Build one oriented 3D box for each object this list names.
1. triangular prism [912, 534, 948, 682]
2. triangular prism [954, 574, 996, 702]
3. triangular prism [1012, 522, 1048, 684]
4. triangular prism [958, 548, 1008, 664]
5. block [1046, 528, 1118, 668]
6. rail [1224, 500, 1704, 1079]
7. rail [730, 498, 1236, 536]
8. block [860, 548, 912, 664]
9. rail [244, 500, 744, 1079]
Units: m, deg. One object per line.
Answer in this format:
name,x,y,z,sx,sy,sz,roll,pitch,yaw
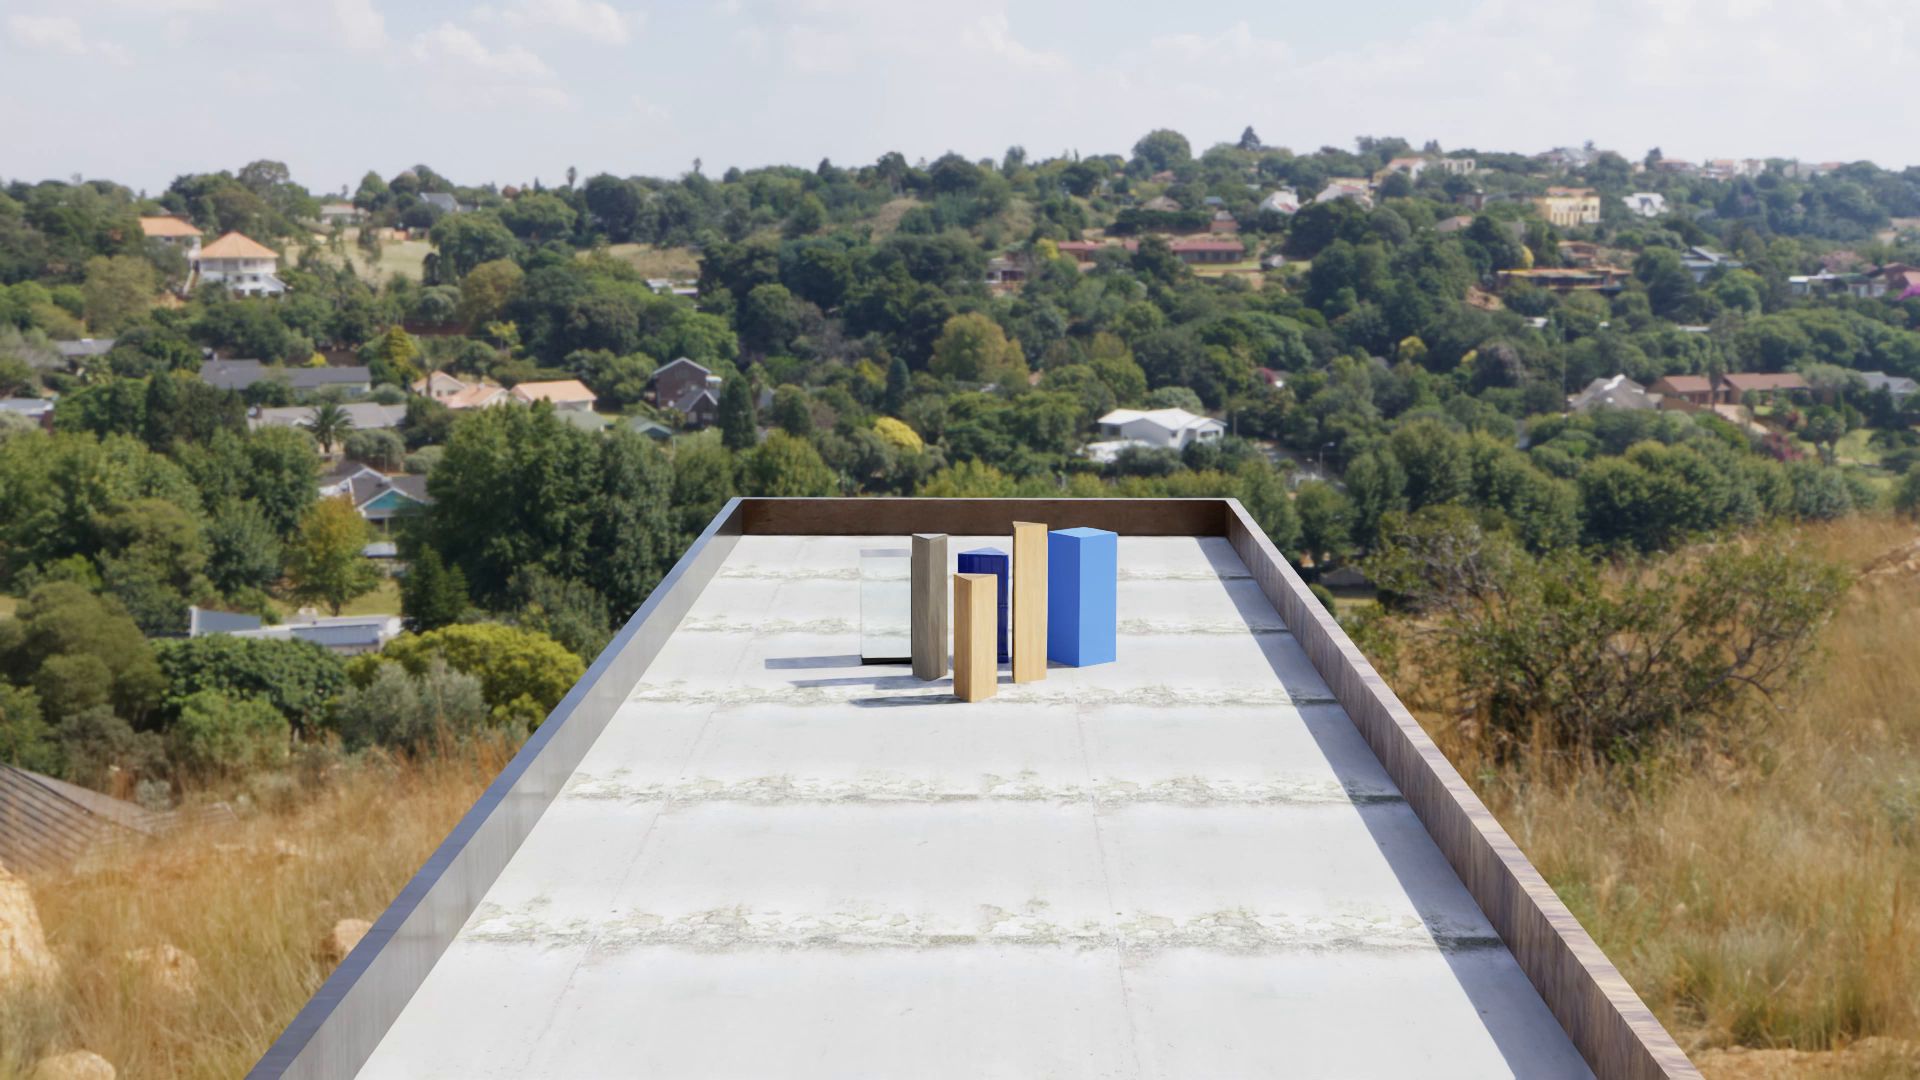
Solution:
triangular prism,-0.102,0.194,6.441,0.089,0.422,0.103,5,11,31
triangular prism,0.025,0.271,6.193,0.105,0.347,0.122,7,11,37
triangular prism,0.181,0.179,6.416,0.110,0.459,0.096,-5,11,-31
triangular prism,0.083,0.196,6.710,0.155,0.332,0.134,2,9,12
block,0.370,0.171,6.666,0.148,0.395,0.148,-7,11,-38
rail,1.046,0.843,3.208,0.050,0.150,12.000,0,9,1
rail,0.099,-0.098,9.147,2.100,0.150,0.050,0,9,1
block,-0.224,0.202,6.689,0.154,0.328,0.154,-1,9,-5
rail,-1.004,0.839,3.234,0.050,0.150,12.000,0,9,1
